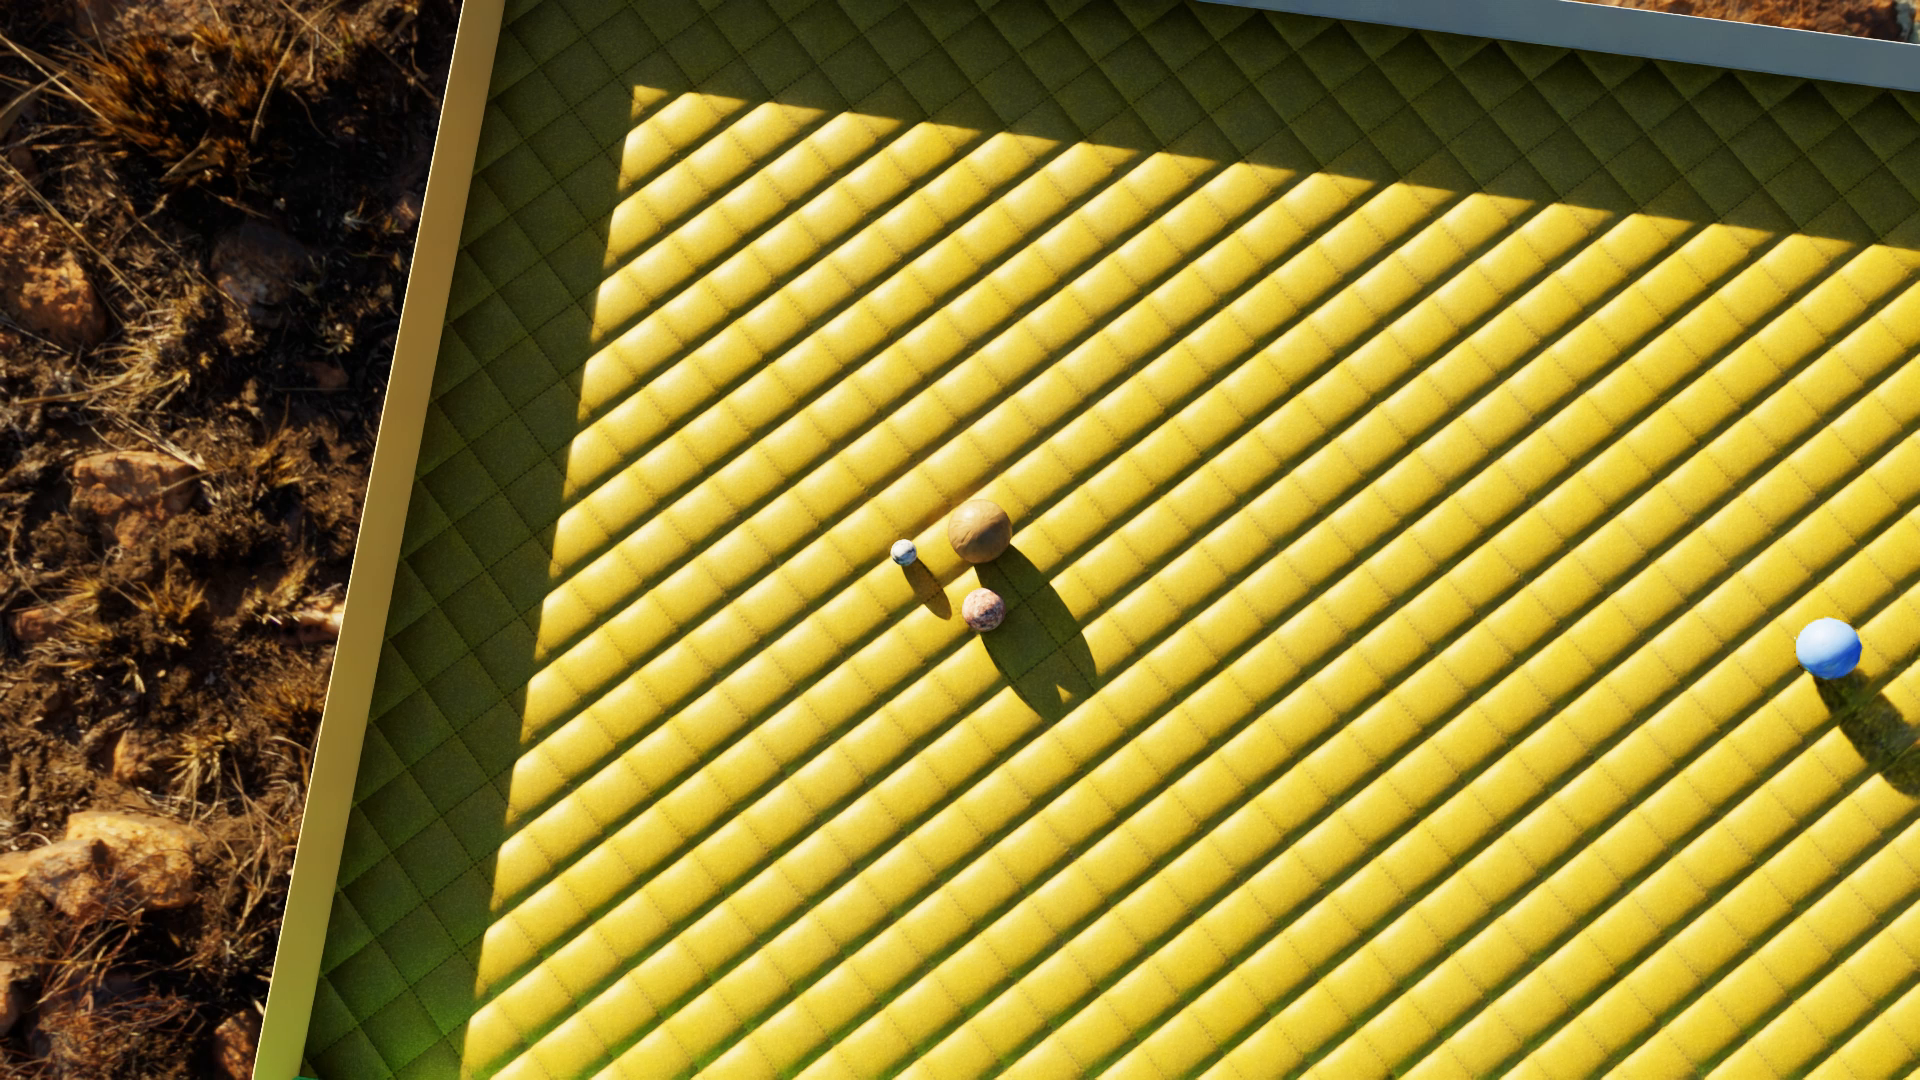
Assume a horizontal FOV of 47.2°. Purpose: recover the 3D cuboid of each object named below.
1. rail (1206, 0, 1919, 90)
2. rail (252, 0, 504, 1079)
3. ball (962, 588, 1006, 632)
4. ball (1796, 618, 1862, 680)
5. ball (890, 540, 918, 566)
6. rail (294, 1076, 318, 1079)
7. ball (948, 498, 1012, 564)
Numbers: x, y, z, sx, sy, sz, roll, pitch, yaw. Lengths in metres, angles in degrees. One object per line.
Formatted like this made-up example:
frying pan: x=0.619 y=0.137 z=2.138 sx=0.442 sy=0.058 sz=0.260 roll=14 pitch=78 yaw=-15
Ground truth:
rail: x=0.986 y=-0.788 z=3.437 sx=3.477 sy=0.126 sz=0.045 roll=8 pitch=78 yaw=2
rail: x=-0.838 y=-0.118 z=3.298 sx=0.045 sy=0.126 sz=1.896 roll=8 pitch=78 yaw=2
ball: x=0.036 y=0.104 z=3.284 sx=0.065 sy=0.065 sz=0.065 roll=0 pitch=78 yaw=0
ball: x=1.287 y=0.161 z=3.259 sx=0.091 sy=0.091 sz=0.091 roll=0 pitch=78 yaw=0
ball: x=-0.084 y=0.019 z=3.314 sx=0.040 sy=0.040 sz=0.040 roll=0 pitch=78 yaw=0
rail: x=0.736 y=1.005 z=3.065 sx=3.477 sy=0.126 sz=0.045 roll=8 pitch=78 yaw=2
ball: x=0.030 y=-0.013 z=3.292 sx=0.097 sy=0.097 sz=0.097 roll=0 pitch=78 yaw=0
